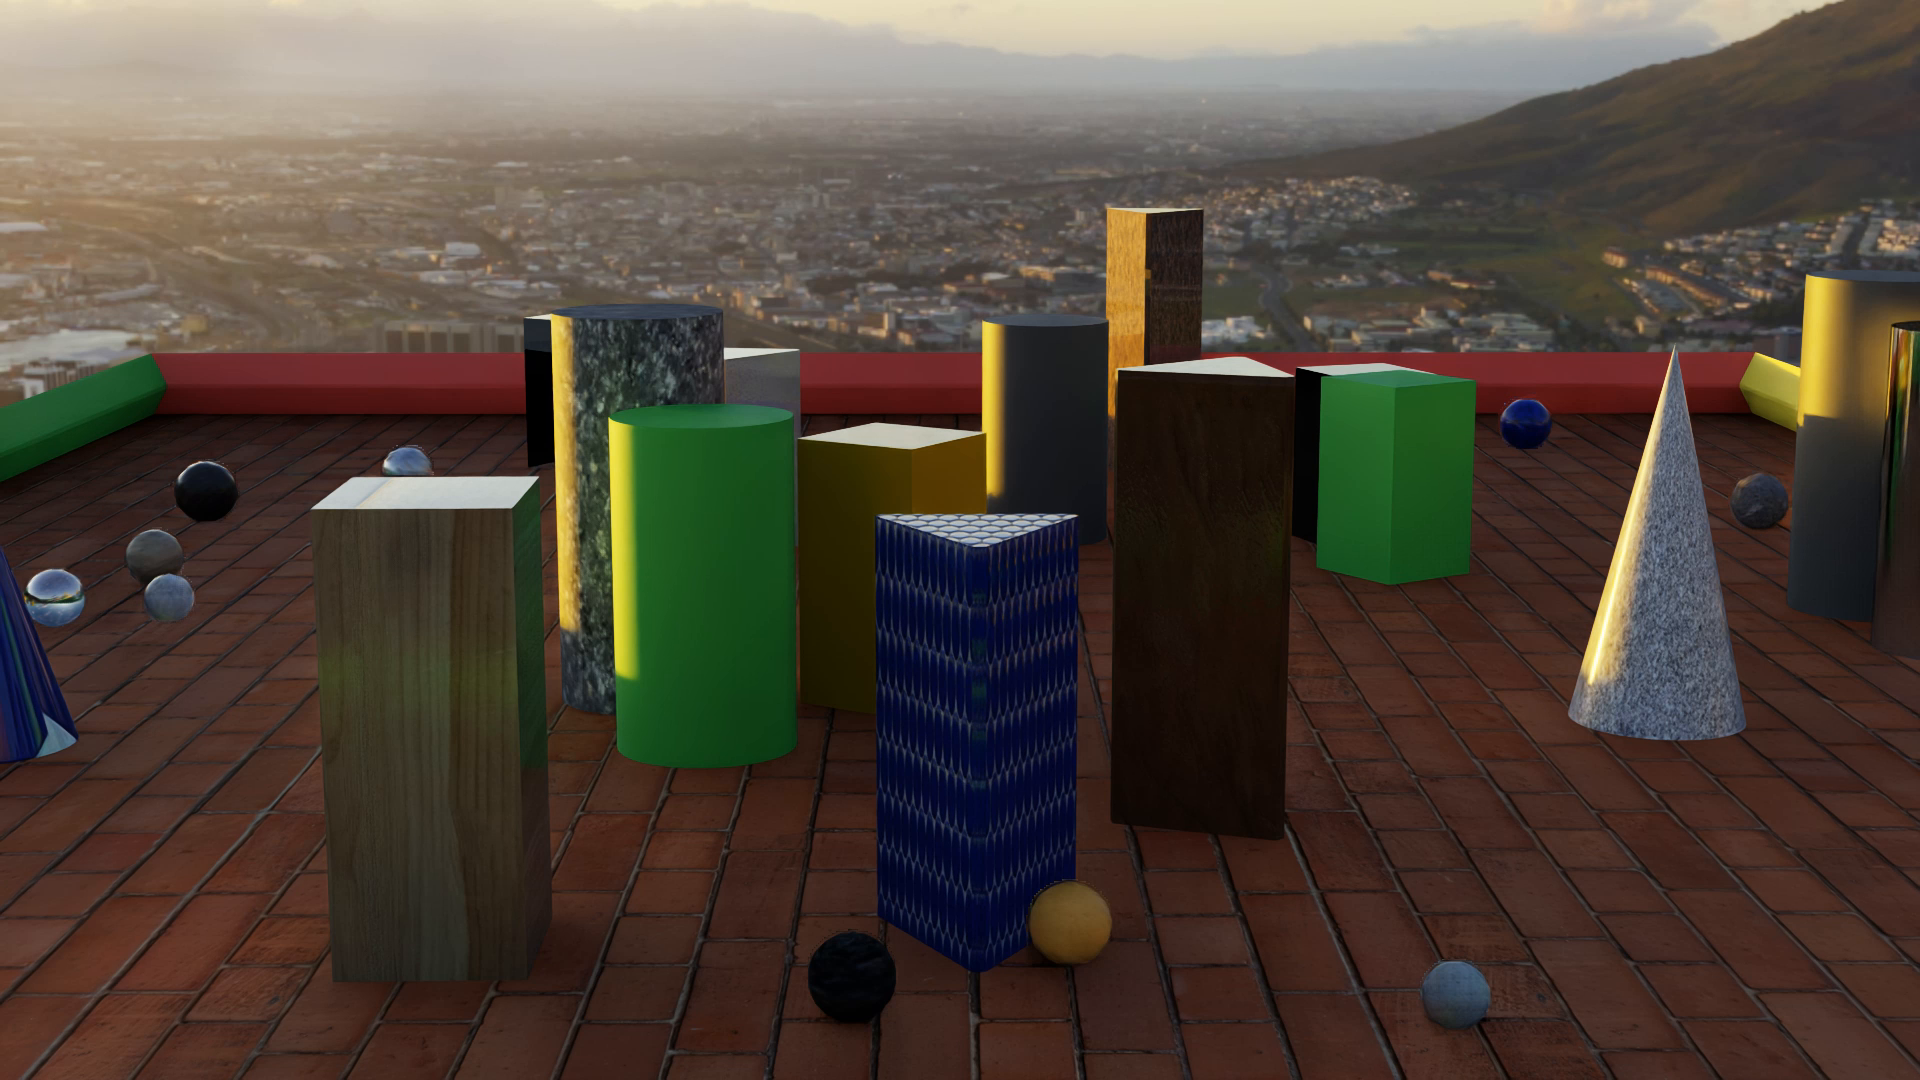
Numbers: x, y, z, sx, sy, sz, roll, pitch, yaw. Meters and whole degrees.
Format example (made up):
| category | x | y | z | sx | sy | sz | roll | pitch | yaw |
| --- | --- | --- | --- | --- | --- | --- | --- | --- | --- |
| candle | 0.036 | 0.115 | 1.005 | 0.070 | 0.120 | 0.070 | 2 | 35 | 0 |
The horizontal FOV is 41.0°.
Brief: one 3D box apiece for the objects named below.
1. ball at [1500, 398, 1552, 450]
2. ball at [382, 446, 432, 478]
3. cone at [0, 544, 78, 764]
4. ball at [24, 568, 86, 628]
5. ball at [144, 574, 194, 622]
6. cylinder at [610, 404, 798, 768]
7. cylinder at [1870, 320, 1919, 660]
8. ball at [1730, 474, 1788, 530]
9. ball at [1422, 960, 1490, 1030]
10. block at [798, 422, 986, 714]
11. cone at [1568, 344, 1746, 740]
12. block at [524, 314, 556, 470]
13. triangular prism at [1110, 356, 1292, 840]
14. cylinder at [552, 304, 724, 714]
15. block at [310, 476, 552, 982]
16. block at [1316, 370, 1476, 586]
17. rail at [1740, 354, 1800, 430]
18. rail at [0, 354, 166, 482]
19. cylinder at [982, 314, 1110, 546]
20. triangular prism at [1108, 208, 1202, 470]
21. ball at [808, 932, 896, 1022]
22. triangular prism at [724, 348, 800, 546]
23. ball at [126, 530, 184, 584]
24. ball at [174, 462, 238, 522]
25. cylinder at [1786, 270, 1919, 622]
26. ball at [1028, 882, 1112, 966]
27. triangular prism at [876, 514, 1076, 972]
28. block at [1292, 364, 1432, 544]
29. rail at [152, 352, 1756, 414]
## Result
| category | x | y | z | sx | sy | sz | roll | pitch | yaw |
| --- | --- | --- | --- | --- | --- | --- | --- | --- | --- |
| ball | 1.083 | -0.222 | 4.910 | 0.097 | 0.097 | 0.097 | 0 | 11 | 0 |
| ball | -0.941 | -0.116 | 4.370 | 0.085 | 0.085 | 0.085 | 0 | 11 | 0 |
| cone | -1.060 | 0.064 | 2.758 | 0.195 | 0.319 | 0.195 | 0 | 11 | 0 |
| ball | -1.185 | 0.076 | 3.360 | 0.076 | 0.076 | 0.076 | 0 | 11 | 0 |
| ball | -1.044 | 0.077 | 3.387 | 0.064 | 0.064 | 0.064 | 0 | 11 | 0 |
| cylinder | -0.274 | 0.045 | 2.750 | 0.195 | 0.359 | 0.195 | 0 | 11 | 0 |
| cylinder | 1.254 | -0.063 | 3.209 | 0.195 | 0.405 | 0.195 | 0 | 11 | 0 |
| ball | 1.266 | -0.061 | 4.062 | 0.088 | 0.088 | 0.088 | 0 | 11 | 0 |
| ball | 0.379 | 0.348 | 1.959 | 0.052 | 0.052 | 0.052 | 0 | 11 | 0 |
| block | -0.077 | 0.032 | 2.960 | 0.156 | 0.308 | 0.156 | 7 | 12 | 32 |
| cone | 0.786 | -0.008 | 2.856 | 0.195 | 0.425 | 0.195 | 0 | 11 | 0 |
| block | -0.684 | -0.273 | 4.695 | 0.156 | 0.274 | 0.156 | 6 | 12 | 29 |
| triangular prism | 0.251 | 0.050 | 2.496 | 0.169 | 0.443 | 0.146 | 4 | 11 | 20 |
| cylinder | -0.367 | -0.040 | 2.960 | 0.195 | 0.449 | 0.195 | 0 | 11 | 0 |
| block | -0.428 | 0.151 | 2.106 | 0.156 | 0.386 | 0.156 | 0 | 11 | -1 |
| block | 0.630 | -0.094 | 3.713 | 0.156 | 0.281 | 0.156 | -7 | 13 | -33 |
| rail | 1.665 | 0.031 | 3.458 | 0.045 | 0.127 | 3.984 | 0 | 11 | 0 |
| rail | -1.665 | 0.034 | 3.440 | 0.045 | 0.127 | 3.984 | 0 | 11 | 0 |
| cylinder | 0.132 | -0.172 | 3.980 | 0.195 | 0.338 | 0.195 | 0 | 11 | 0 |
| triangular prism | 0.323 | -0.356 | 4.602 | 0.146 | 0.471 | 0.169 | 8 | 13 | 38 |
| ball | -0.083 | 0.337 | 1.975 | 0.069 | 0.069 | 0.069 | 0 | 11 | 0 |
| triangular prism | -0.353 | -0.137 | 3.894 | 0.146 | 0.300 | 0.169 | 8 | 13 | 38 |
| ball | -1.139 | 0.025 | 3.627 | 0.079 | 0.079 | 0.079 | 0 | 11 | 0 |
| ball | -1.213 | -0.078 | 4.129 | 0.097 | 0.097 | 0.097 | 0 | 11 | 0 |
| cylinder | 1.225 | -0.130 | 3.444 | 0.195 | 0.449 | 0.195 | 0 | 11 | 0 |
| ball | 0.090 | 0.314 | 2.098 | 0.068 | 0.068 | 0.068 | 0 | 11 | 0 |
| triangular prism | 0.036 | 0.158 | 2.160 | 0.146 | 0.352 | 0.169 | -6 | 12 | -30 |
| block | 0.620 | -0.129 | 3.949 | 0.156 | 0.264 | 0.156 | -4 | 11 | -21 |
| rail | -0.011 | -0.327 | 5.384 | 3.378 | 0.127 | 0.045 | 0 | 11 | 0 |
